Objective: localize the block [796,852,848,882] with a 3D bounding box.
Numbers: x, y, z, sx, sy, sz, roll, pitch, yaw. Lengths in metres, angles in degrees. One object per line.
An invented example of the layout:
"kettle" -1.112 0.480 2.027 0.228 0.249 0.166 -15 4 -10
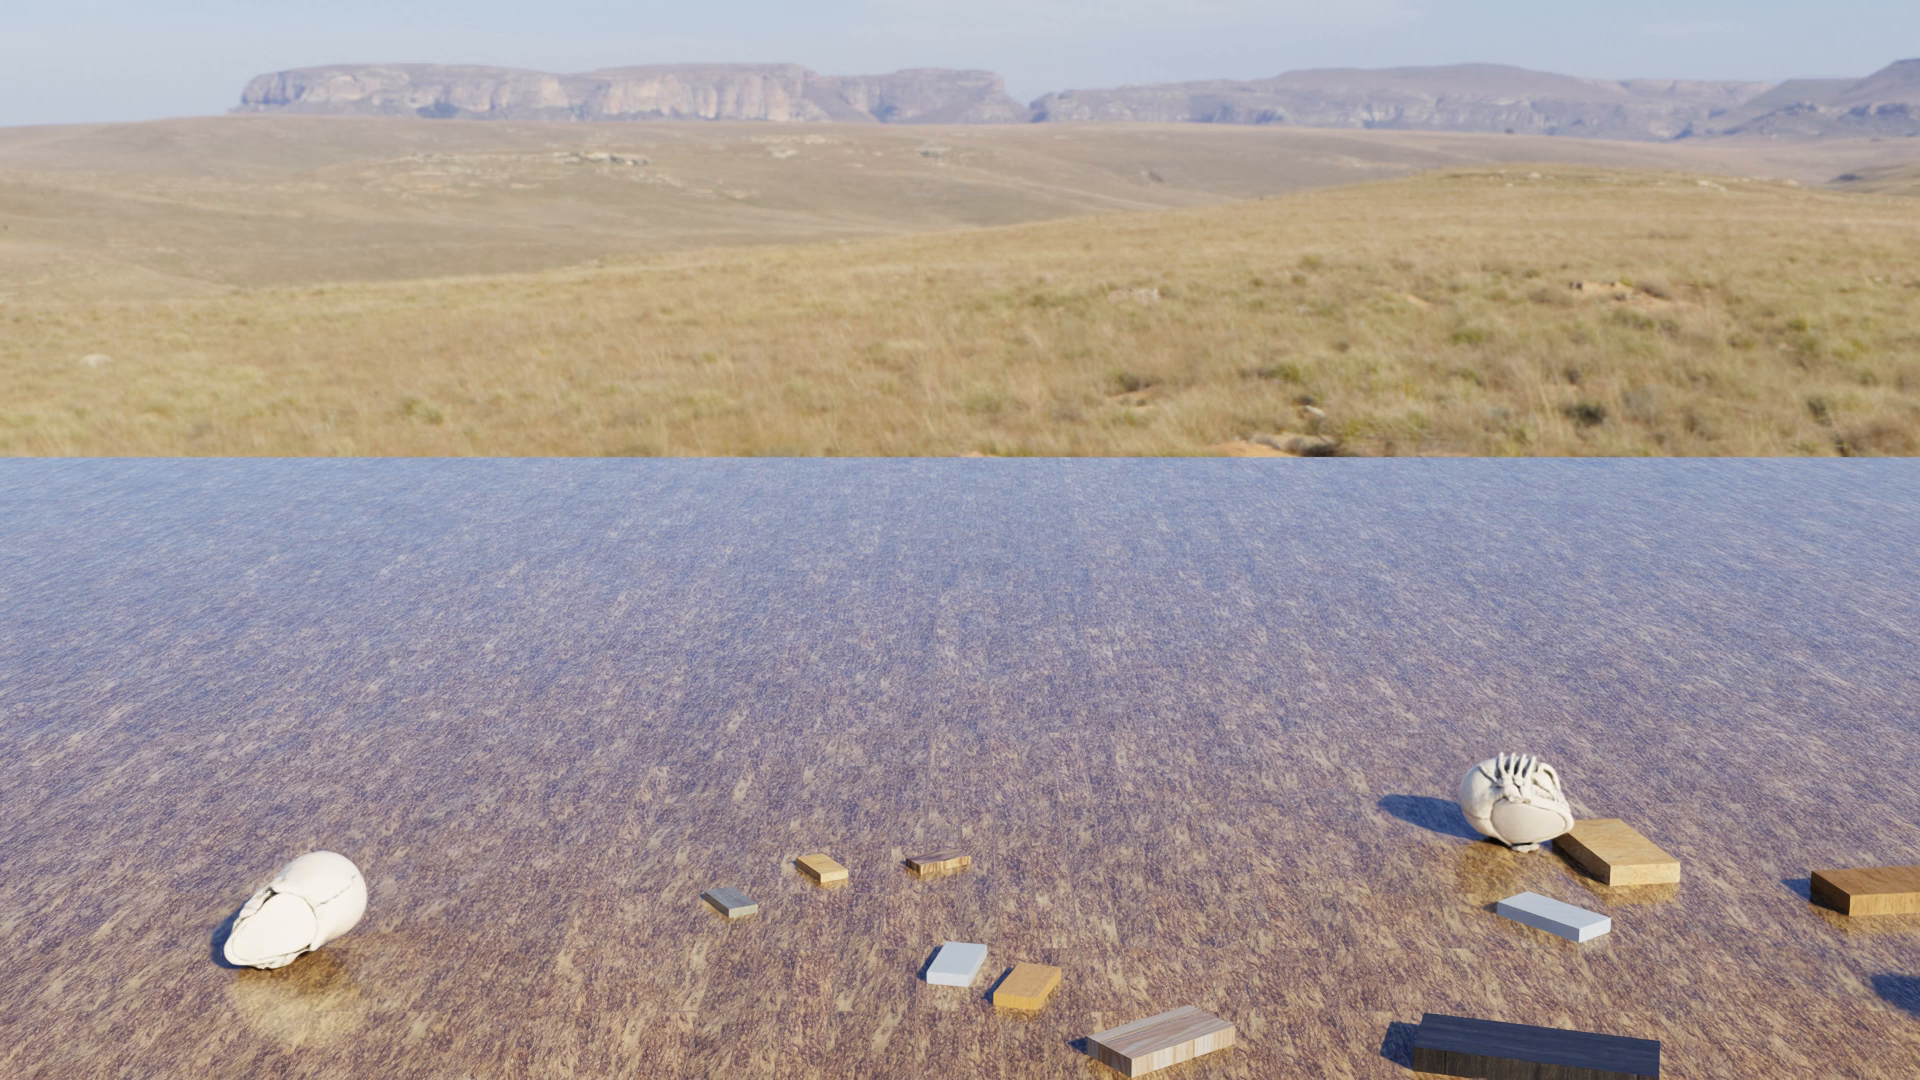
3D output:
"block" -0.237 0.563 3.778 0.050 0.014 0.101 -6 12 -28

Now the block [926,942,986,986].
"block" -0.004 0.643 3.336 0.064 0.018 0.128 2 11 13

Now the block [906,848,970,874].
"block" -0.038 0.556 3.813 0.101 0.014 0.050 -7 12 -32

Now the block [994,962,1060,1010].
"block" 0.100 0.659 3.250 0.064 0.018 0.128 4 11 19

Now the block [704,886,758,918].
"block" -0.376 0.594 3.610 0.050 0.014 0.101 -6 12 -29

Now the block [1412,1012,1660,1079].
"block" 0.782 0.700 2.983 0.316 0.035 0.123 3 11 18

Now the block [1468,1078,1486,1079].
"block" 0.677 0.745 2.770 0.080 0.023 0.261 -2 11 -10

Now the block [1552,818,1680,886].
"block" 1.140 0.542 3.832 0.123 0.035 0.247 -1 11 -7

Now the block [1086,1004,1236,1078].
"block" 0.279 0.692 3.044 0.189 0.027 0.094 -8 13 -36

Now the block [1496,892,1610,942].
"block" 0.952 0.604 3.531 0.080 0.023 0.160 -8 13 -37

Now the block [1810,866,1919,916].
"block" 1.555 0.578 3.637 0.247 0.035 0.123 -1 11 -8
